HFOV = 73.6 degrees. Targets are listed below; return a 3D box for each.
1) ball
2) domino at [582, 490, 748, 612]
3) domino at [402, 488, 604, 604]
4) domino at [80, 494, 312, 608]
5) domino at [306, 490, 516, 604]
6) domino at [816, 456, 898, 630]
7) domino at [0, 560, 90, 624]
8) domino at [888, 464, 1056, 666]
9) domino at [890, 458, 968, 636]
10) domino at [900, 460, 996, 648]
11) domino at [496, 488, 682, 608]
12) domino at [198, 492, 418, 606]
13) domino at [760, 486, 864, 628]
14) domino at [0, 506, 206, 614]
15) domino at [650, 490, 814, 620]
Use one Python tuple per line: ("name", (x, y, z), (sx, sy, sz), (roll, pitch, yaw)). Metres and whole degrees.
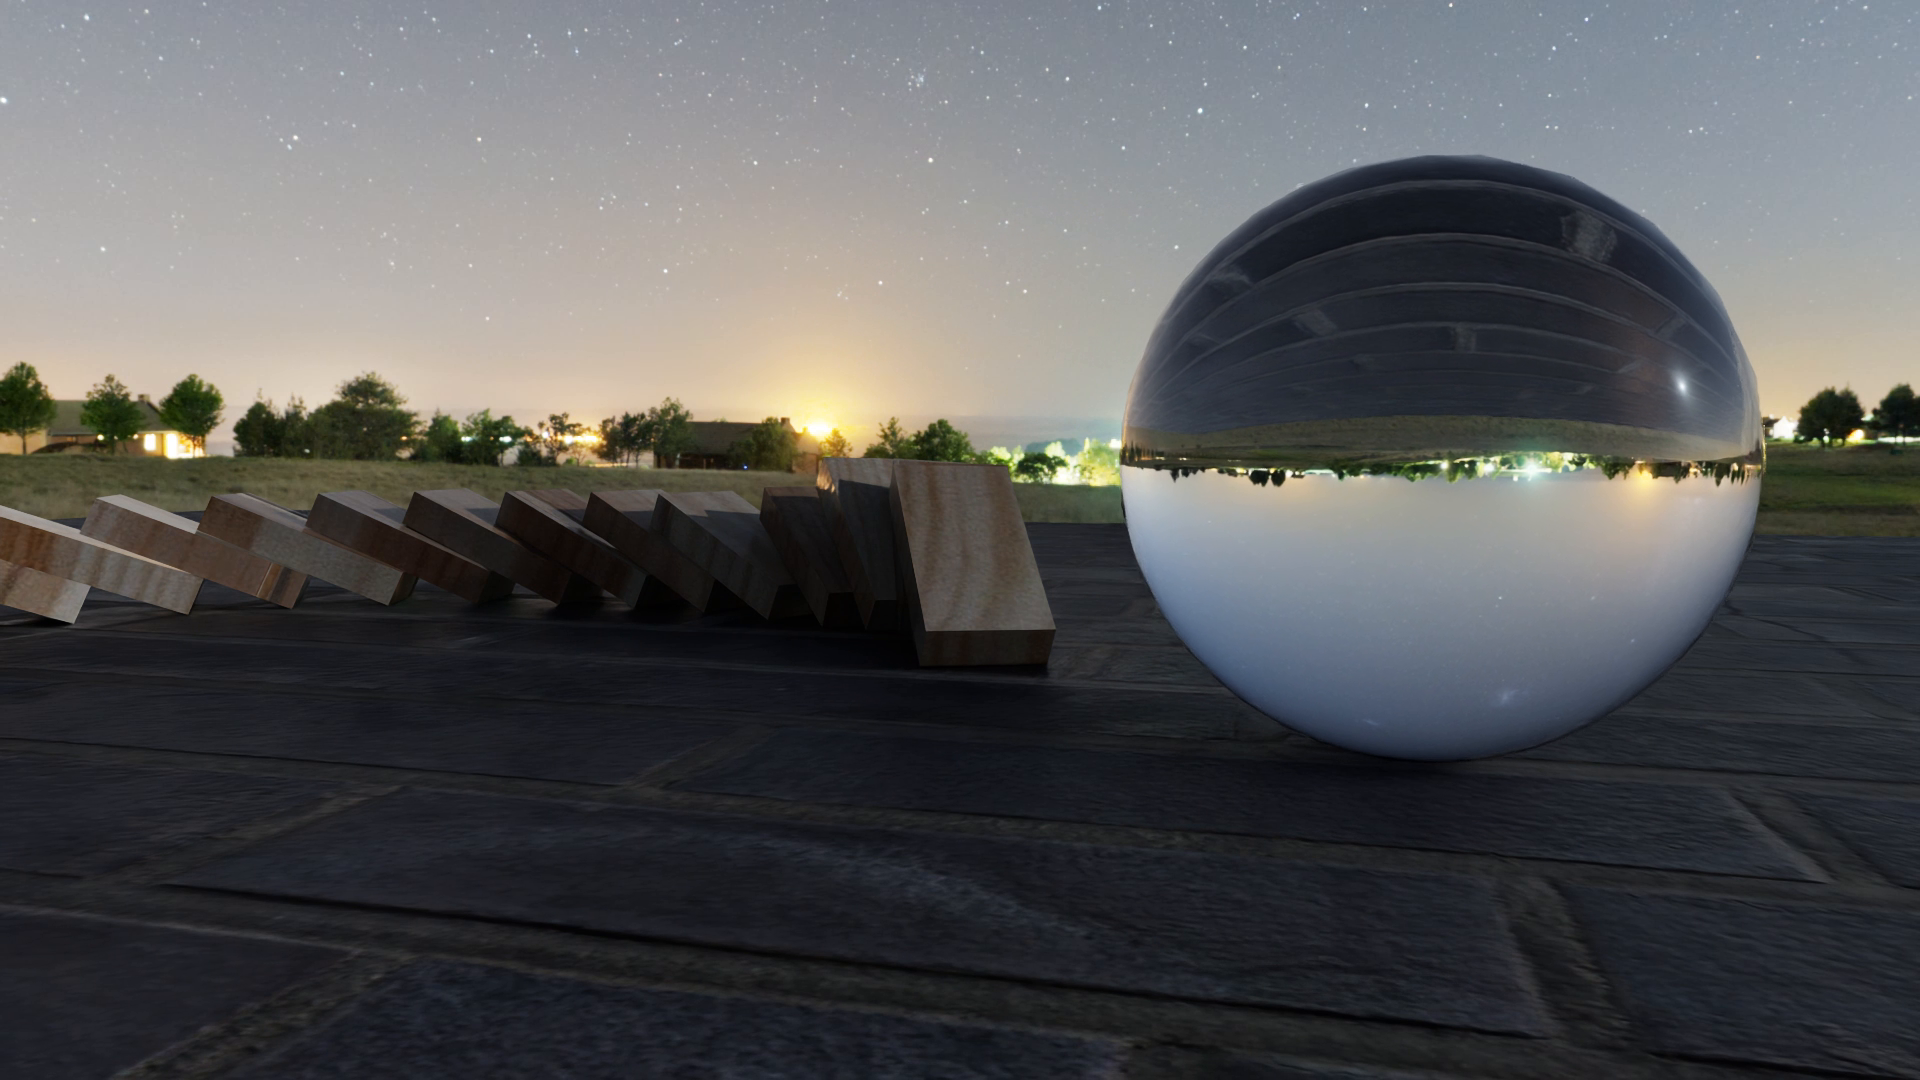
("ball", (0.062, -0.010, 0.173), (0.080, 0.080, 0.080), (0, 4, 0))
("domino", (-0.075, 0.002, 0.344), (0.050, 0.009, 0.025), (31, 20, 28))
("domino", (-0.124, 0.001, 0.354), (0.050, 0.009, 0.025), (26, 9, 8))
("domino", (-0.196, 0.003, 0.334), (0.050, 0.009, 0.025), (25, -5, -21))
("domino", (-0.149, 0.001, 0.353), (0.050, 0.009, 0.025), (25, 4, -1))
("domino", (-0.016, 0.000, 0.306), (0.025, 0.010, 0.050), (0, 42, -24))
("domino", (-0.233, 0.006, 0.294), (0.025, 0.009, 0.050), (5, -17, 39))
("domino", (0.001, 0.004, 0.261), (0.025, 0.009, 0.050), (0, 41, -12))
("domino", (-0.002, 0.001, 0.293), (0.025, 0.010, 0.050), (3, 40, -9))
("domino", (0.001, 0.002, 0.277), (0.025, 0.009, 0.050), (2, 41, -10))
("domino", (-0.099, 0.001, 0.352), (0.050, 0.010, 0.025), (28, 14, 18))
("domino", (-0.173, 0.002, 0.346), (0.050, 0.010, 0.025), (24, 0, -11))
("domino", (-0.030, 0.003, 0.320), (0.025, 0.009, 0.050), (-2, 32, -27))
("domino", (-0.217, 0.005, 0.320), (0.050, 0.009, 0.025), (23, -7, -27))
("domino", (-0.055, 0.003, 0.332), (0.050, 0.010, 0.025), (33, 23, 33))
